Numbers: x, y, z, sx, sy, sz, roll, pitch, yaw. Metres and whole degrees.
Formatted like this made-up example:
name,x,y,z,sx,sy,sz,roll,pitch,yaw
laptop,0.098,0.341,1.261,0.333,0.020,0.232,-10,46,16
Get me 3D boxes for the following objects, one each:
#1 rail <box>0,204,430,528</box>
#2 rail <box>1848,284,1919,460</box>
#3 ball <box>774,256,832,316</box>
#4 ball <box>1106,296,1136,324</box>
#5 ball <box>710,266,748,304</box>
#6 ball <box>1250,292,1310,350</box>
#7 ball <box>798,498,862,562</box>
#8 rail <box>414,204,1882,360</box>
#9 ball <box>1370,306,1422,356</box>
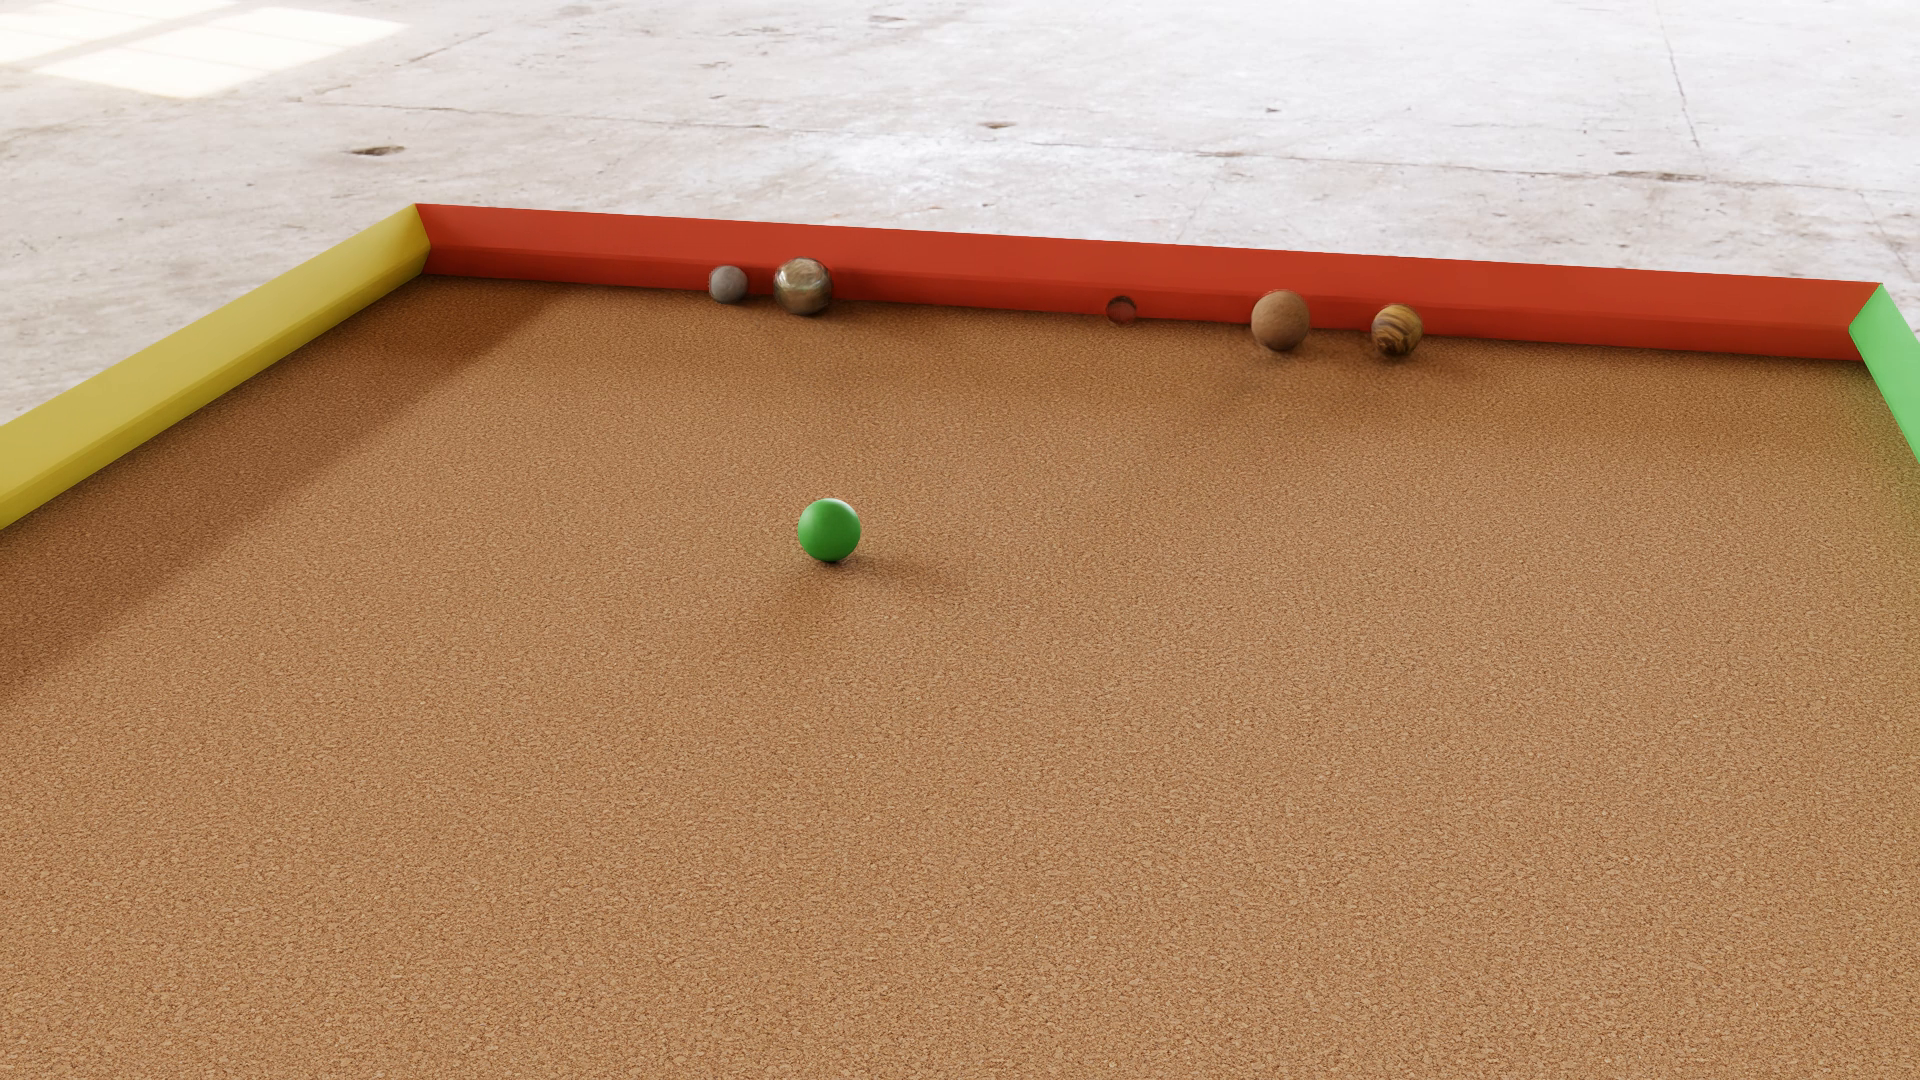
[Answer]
name,x,y,z,sx,sy,sz,roll,pitch,yaw
rail,-1.338,0.278,1.809,0.045,0.120,4.218,5,23,11
rail,0.895,0.461,1.365,0.045,0.120,4.218,5,23,11
ball,-0.248,-0.404,3.499,0.092,0.092,0.092,0,22,0
ball,0.252,-0.361,3.456,0.045,0.045,0.045,0,22,0
ball,-0.373,-0.413,3.561,0.062,0.062,0.062,0,22,0
ball,0.484,-0.331,3.326,0.089,0.089,0.089,0,22,0
ball,-0.153,-0.012,2.572,0.074,0.074,0.074,0,22,0
rail,0.217,-0.409,3.472,2.332,0.120,0.045,5,23,11
ball,0.656,-0.315,3.304,0.076,0.076,0.076,0,22,0
